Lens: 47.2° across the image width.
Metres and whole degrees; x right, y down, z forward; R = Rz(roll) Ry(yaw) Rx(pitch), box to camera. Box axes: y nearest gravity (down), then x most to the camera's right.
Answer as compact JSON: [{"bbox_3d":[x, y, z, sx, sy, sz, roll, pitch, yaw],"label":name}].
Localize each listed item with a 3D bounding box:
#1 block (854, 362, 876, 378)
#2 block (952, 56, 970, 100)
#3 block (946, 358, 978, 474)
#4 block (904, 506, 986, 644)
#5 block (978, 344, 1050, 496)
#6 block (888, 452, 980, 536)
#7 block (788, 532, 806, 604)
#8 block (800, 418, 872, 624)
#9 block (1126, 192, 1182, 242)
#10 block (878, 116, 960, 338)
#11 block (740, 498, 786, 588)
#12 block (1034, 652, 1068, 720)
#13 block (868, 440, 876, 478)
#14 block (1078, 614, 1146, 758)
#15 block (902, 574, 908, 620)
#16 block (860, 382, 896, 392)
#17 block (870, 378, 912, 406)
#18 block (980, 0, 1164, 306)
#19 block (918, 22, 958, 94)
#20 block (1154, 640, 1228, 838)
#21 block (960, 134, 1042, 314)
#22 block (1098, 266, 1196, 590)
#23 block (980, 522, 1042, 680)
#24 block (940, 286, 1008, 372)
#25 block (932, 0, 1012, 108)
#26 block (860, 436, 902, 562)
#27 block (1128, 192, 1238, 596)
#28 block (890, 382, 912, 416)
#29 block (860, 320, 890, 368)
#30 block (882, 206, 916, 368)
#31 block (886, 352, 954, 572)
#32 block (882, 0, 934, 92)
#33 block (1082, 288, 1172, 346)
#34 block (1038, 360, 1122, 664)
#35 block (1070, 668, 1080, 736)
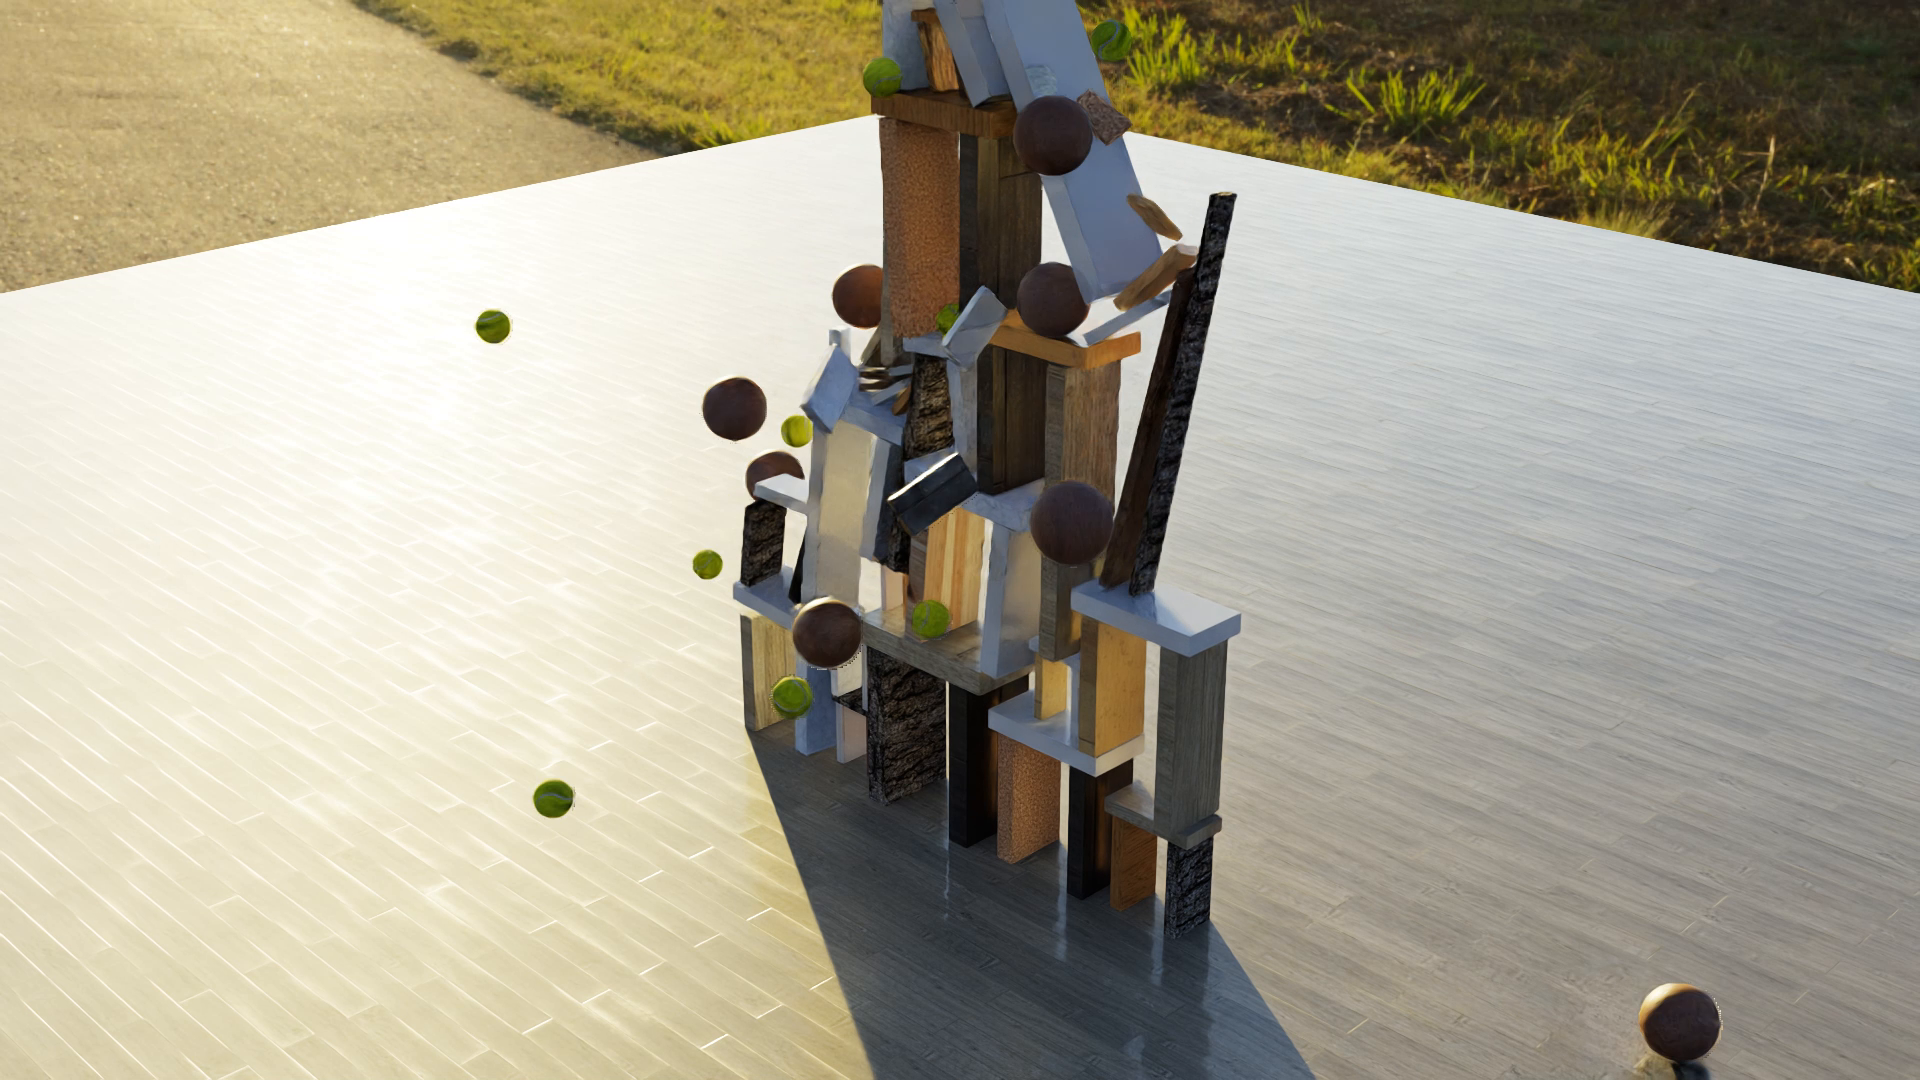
[{"bbox_3d":[-0.195,-0.337,4.352,0.049,0.014,0.097,-16,-4,-43],"label":"block"},{"bbox_3d":[0.018,-0.841,3.862,0.061,0.122,0.017,-19,11,-38],"label":"block"},{"bbox_3d":[0.032,-0.242,4.105,0.031,0.218,0.109,10,24,40],"label":"block"},{"bbox_3d":[-0.026,0.030,4.263,0.158,0.316,0.045,-21,37,-41],"label":"block"},{"bbox_3d":[0.098,-0.238,4.013,0.144,0.287,0.041,-21,30,-40],"label":"block"},{"bbox_3d":[-0.041,-0.072,3.459,0.136,0.068,0.019,-36,14,-18],"label":"block"},{"bbox_3d":[-0.295,0.040,4.587,0.097,0.194,0.027,-21,51,-41],"label":"block"},{"bbox_3d":[-0.251,-0.058,4.478,0.038,0.469,0.134,27,34,35],"label":"block"},{"bbox_3d":[0.320,-0.531,3.615,0.054,0.015,0.107,29,-6,41],"label":"block"},{"bbox_3d":[-0.065,-0.587,4.065,0.046,0.402,0.162,13,25,41],"label":"block"},{"bbox_3d":[-0.417,-0.002,4.663,0.027,0.193,0.097,32,41,31],"label":"block"},{"bbox_3d":[0.172,0.264,4.154,0.070,0.140,0.020,-21,31,-40],"label":"block"},{"bbox_3d":[-0.187,-0.177,4.759,0.023,0.080,0.557,28,-26,-24],"label":"block"},{"bbox_3d":[0.280,0.245,4.022,0.039,0.278,0.139,21,31,40],"label":"block"},{"bbox_3d":[-0.091,0.107,4.365,0.014,0.098,0.049,19,29,42],"label":"block"},{"bbox_3d":[-0.149,-0.304,4.308,0.049,0.014,0.097,-11,7,-38],"label":"block"},{"bbox_3d":[-0.117,-0.289,4.243,0.060,0.017,0.120,-17,-4,-38],"label":"block"},{"bbox_3d":[0.201,-0.682,3.776,0.174,0.544,0.049,-19,-1,-40],"label":"block"},{"bbox_3d":[-0.036,-0.862,3.918,0.061,0.122,0.017,-19,12,-38],"label":"block"},{"bbox_3d":[0.410,0.338,3.915,0.139,0.366,0.039,-21,31,-41],"label":"block"},{"bbox_3d":[0.073,-0.569,3.907,0.162,0.323,0.046,-20,29,-40],"label":"block"},{"bbox_3d":[0.337,-0.189,3.818,0.022,0.606,0.076,30,32,30],"label":"block"},{"bbox_3d":[0.121,0.093,4.125,0.158,0.316,0.045,-20,36,-39],"label":"block"},{"bbox_3d":[0.025,-0.368,3.835,0.019,0.068,0.136,13,63,50],"label":"block"},{"bbox_3d":[0.038,-0.933,3.820,0.174,0.348,0.049,-19,-2,-40],"label":"block"},{"bbox_3d":[-0.119,-0.095,4.333,0.134,0.267,0.038,-20,41,-40],"label":"block"},{"bbox_3d":[0.378,-0.238,3.767,0.054,0.735,0.015,-15,34,-44],"label":"block"},{"bbox_3d":[-0.081,-0.282,4.206,0.060,0.120,0.017,-17,71,-38],"label":"block"},{"bbox_3d":[-0.123,-0.406,4.271,0.080,0.160,0.023,6,34,-45],"label":"block"},{"bbox_3d":[-0.088,-0.690,4.111,0.116,0.736,0.033,-16,26,-39],"label":"block"},{"bbox_3d":[-0.065,-0.156,4.228,0.109,0.466,0.031,-19,41,-40],"label":"block"},{"bbox_3d":[-0.081,-0.928,3.936,0.116,0.232,0.033,-15,26,-32],"label":"block"},{"bbox_3d":[0.288,-0.377,3.727,0.152,0.022,0.076,-26,2,39],"label":"block"},{"bbox_3d":[0.214,-0.060,3.956,0.144,0.572,0.041,-21,33,-39],"label":"block"},{"bbox_3d":[0.237,0.290,4.092,0.070,0.140,0.020,-22,32,-40],"label":"block"}]
